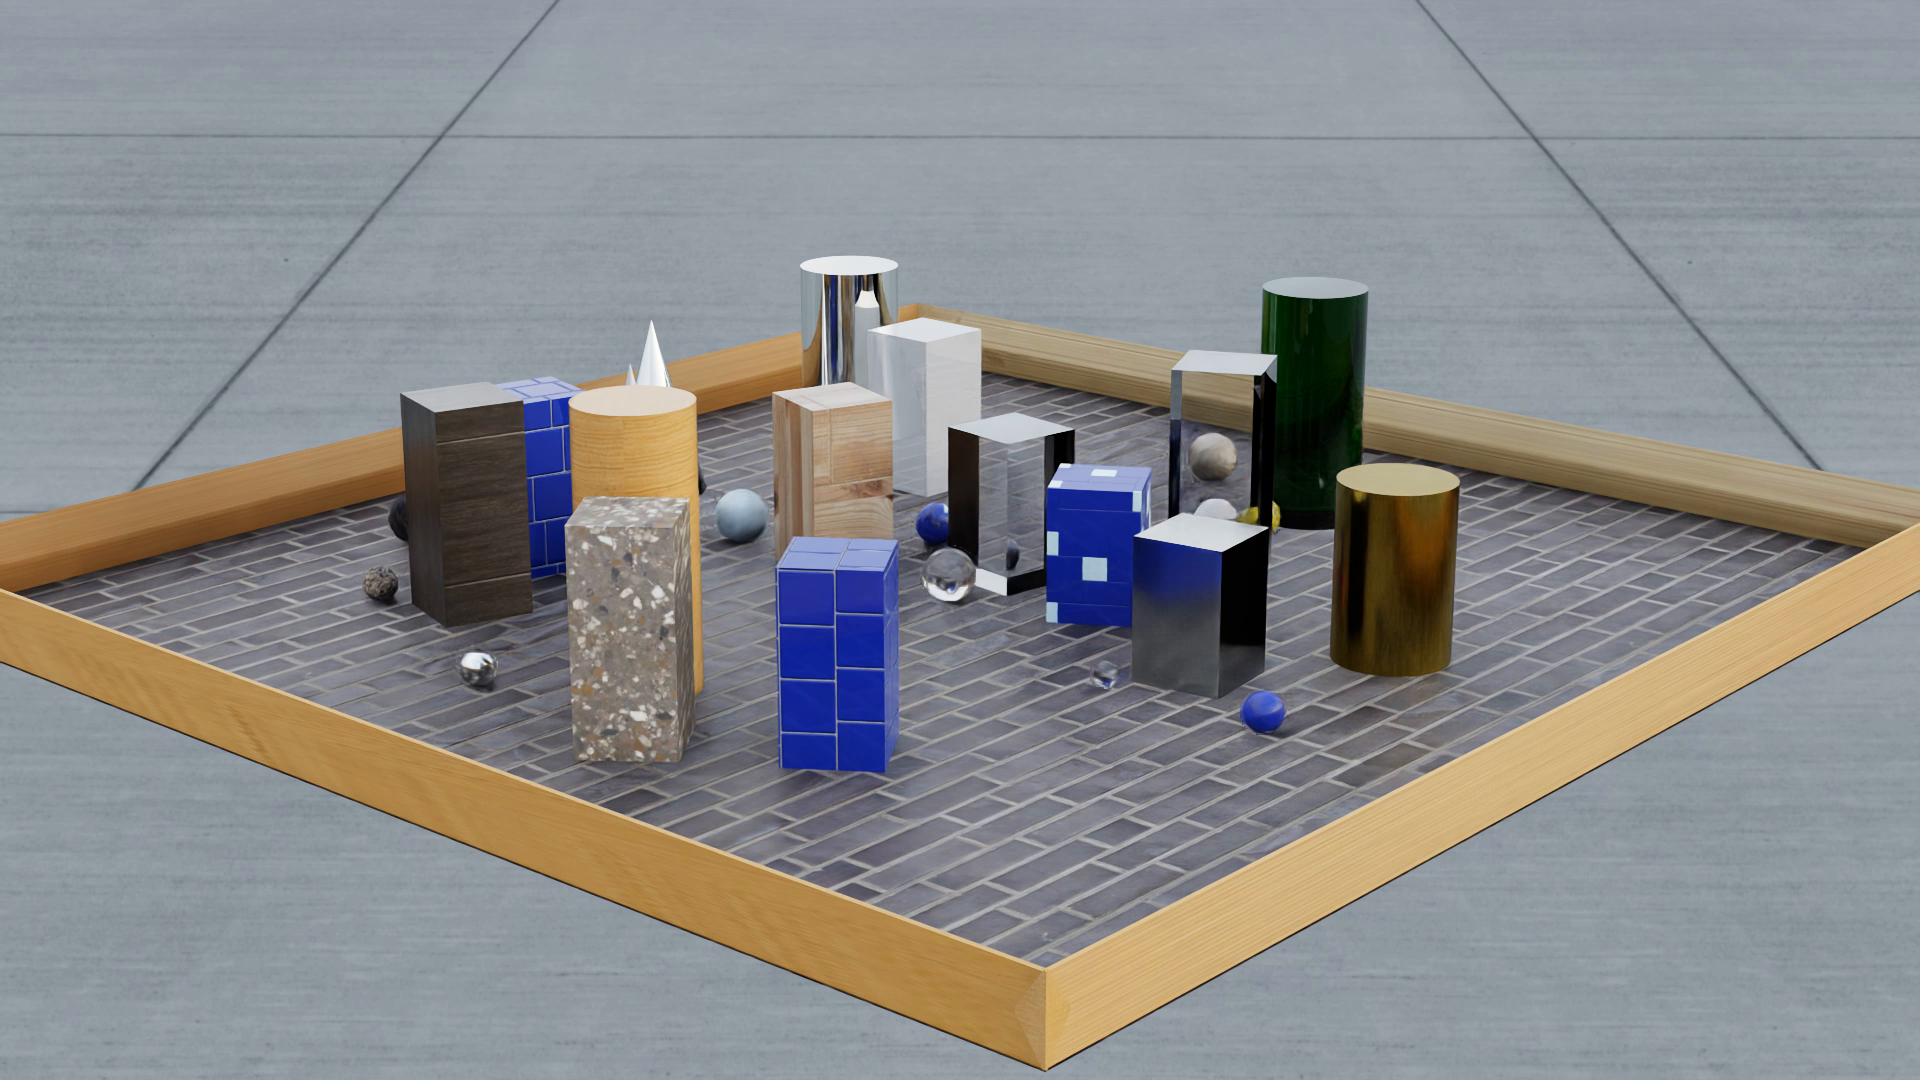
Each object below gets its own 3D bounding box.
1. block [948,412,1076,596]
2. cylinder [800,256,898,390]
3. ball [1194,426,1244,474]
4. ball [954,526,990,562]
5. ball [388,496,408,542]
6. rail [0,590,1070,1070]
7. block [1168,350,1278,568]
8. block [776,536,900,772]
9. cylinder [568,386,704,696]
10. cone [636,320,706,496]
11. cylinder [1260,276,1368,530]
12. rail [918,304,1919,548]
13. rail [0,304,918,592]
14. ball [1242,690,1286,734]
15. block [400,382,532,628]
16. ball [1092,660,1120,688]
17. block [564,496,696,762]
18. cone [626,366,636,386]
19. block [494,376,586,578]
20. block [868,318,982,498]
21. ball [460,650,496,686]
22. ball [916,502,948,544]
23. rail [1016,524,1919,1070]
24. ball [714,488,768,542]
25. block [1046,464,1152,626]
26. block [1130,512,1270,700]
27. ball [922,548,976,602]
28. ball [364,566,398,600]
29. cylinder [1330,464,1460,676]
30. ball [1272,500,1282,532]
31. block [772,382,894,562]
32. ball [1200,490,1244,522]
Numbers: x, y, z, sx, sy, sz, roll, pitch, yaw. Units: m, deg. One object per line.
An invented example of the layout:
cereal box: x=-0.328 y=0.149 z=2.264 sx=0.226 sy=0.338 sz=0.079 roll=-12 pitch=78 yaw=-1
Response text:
block: x=0.090 y=-0.065 z=5.192 sx=0.158 sy=0.275 sz=0.158 roll=-14 pitch=22 yaw=-39
cylinder: x=-0.224 y=-0.365 z=5.979 sx=0.197 sy=0.396 sz=0.197 roll=0 pitch=17 yaw=0
ball: x=0.518 y=-0.181 z=5.881 sx=0.099 sy=0.099 sz=0.099 roll=0 pitch=17 yaw=0
ball: x=0.022 y=0.007 z=5.311 sx=0.067 sy=0.067 sz=0.067 roll=0 pitch=17 yaw=0
ball: x=-1.011 y=-0.040 z=5.428 sx=0.091 sy=0.091 sz=0.091 roll=0 pitch=17 yaw=0
rail: x=-0.840 y=0.311 z=4.194 sx=2.527 sy=0.128 sz=0.045 roll=14 pitch=22 yaw=39
block: x=0.464 y=-0.124 z=5.189 sx=0.158 sy=0.390 sz=0.158 roll=5 pitch=17 yaw=15
block: x=-0.180 y=0.168 z=4.356 sx=0.158 sy=0.310 sz=0.158 roll=2 pitch=17 yaw=6
cylinder: x=-0.507 y=0.009 z=4.609 sx=0.197 sy=0.470 sz=0.197 roll=0 pitch=17 yaw=0
cone: x=-0.599 y=-0.264 z=5.738 sx=0.197 sy=0.341 sz=0.197 roll=0 pitch=17 yaw=0
cylinder: x=0.664 y=-0.259 z=5.544 sx=0.197 sy=0.444 sz=0.197 roll=0 pitch=17 yaw=0
rail: x=0.840 y=-0.247 z=6.046 sx=2.527 sy=0.128 sz=0.045 roll=14 pitch=22 yaw=39
rail: x=-0.936 y=-0.202 z=5.898 sx=0.045 sy=0.128 sz=2.609 roll=14 pitch=22 yaw=39
ball: x=0.463 y=0.262 z=4.470 sx=0.065 sy=0.065 sz=0.065 roll=0 pitch=17 yaw=0
block: x=-0.842 y=-0.062 z=5.008 sx=0.158 sy=0.376 sz=0.158 roll=-10 pitch=19 yaw=-30
ball: x=0.232 y=0.214 z=4.670 sx=0.043 sy=0.043 sz=0.043 roll=0 pitch=17 yaw=0
block: x=-0.490 y=0.132 z=4.383 sx=0.158 sy=0.364 sz=0.158 roll=1 pitch=17 yaw=4
cone: x=-0.566 y=-0.107 z=5.087 sx=0.197 sy=0.415 sz=0.197 roll=0 pitch=17 yaw=0
block: x=-0.764 y=-0.112 z=5.269 sx=0.158 sy=0.321 sz=0.158 roll=-11 pitch=20 yaw=-33
block: x=-0.070 y=-0.264 z=5.793 sx=0.158 sy=0.309 sz=0.158 roll=15 pitch=22 yaw=40
ball: x=-0.769 y=0.204 z=4.677 sx=0.058 sy=0.058 sz=0.058 roll=0 pitch=17 yaw=0
ball: x=-0.043 y=-0.030 z=5.419 sx=0.078 sy=0.078 sz=0.078 roll=0 pitch=17 yaw=0
rail: x=0.936 y=0.267 z=4.342 sx=0.045 sy=0.128 sz=2.609 roll=14 pitch=22 yaw=39
ball: x=-0.405 y=-0.045 z=5.432 sx=0.098 sy=0.098 sz=0.098 roll=0 pitch=17 yaw=0
block: x=0.238 y=0.008 z=5.016 sx=0.158 sy=0.237 sz=0.158 roll=3 pitch=17 yaw=9
block: x=0.383 y=0.104 z=4.687 sx=0.158 sy=0.243 sz=0.158 roll=11 pitch=20 yaw=32
ball: x=-0.019 y=0.060 z=5.091 sx=0.094 sy=0.094 sz=0.094 roll=0 pitch=17 yaw=0
ball: x=-1.007 y=0.075 z=5.097 sx=0.060 sy=0.060 sz=0.060 roll=0 pitch=17 yaw=0
cylinder: x=0.706 y=0.047 z=4.772 sx=0.197 sy=0.303 sz=0.197 roll=0 pitch=17 yaw=0
ball: x=0.564 y=-0.044 z=5.474 sx=0.071 sy=0.071 sz=0.071 roll=0 pitch=17 yaw=0
block: x=-0.228 y=-0.106 z=5.261 sx=0.158 sy=0.313 sz=0.158 roll=-10 pitch=19 yaw=-29
ball: x=0.491 y=-0.055 z=5.494 sx=0.081 sy=0.081 sz=0.081 roll=0 pitch=17 yaw=0
